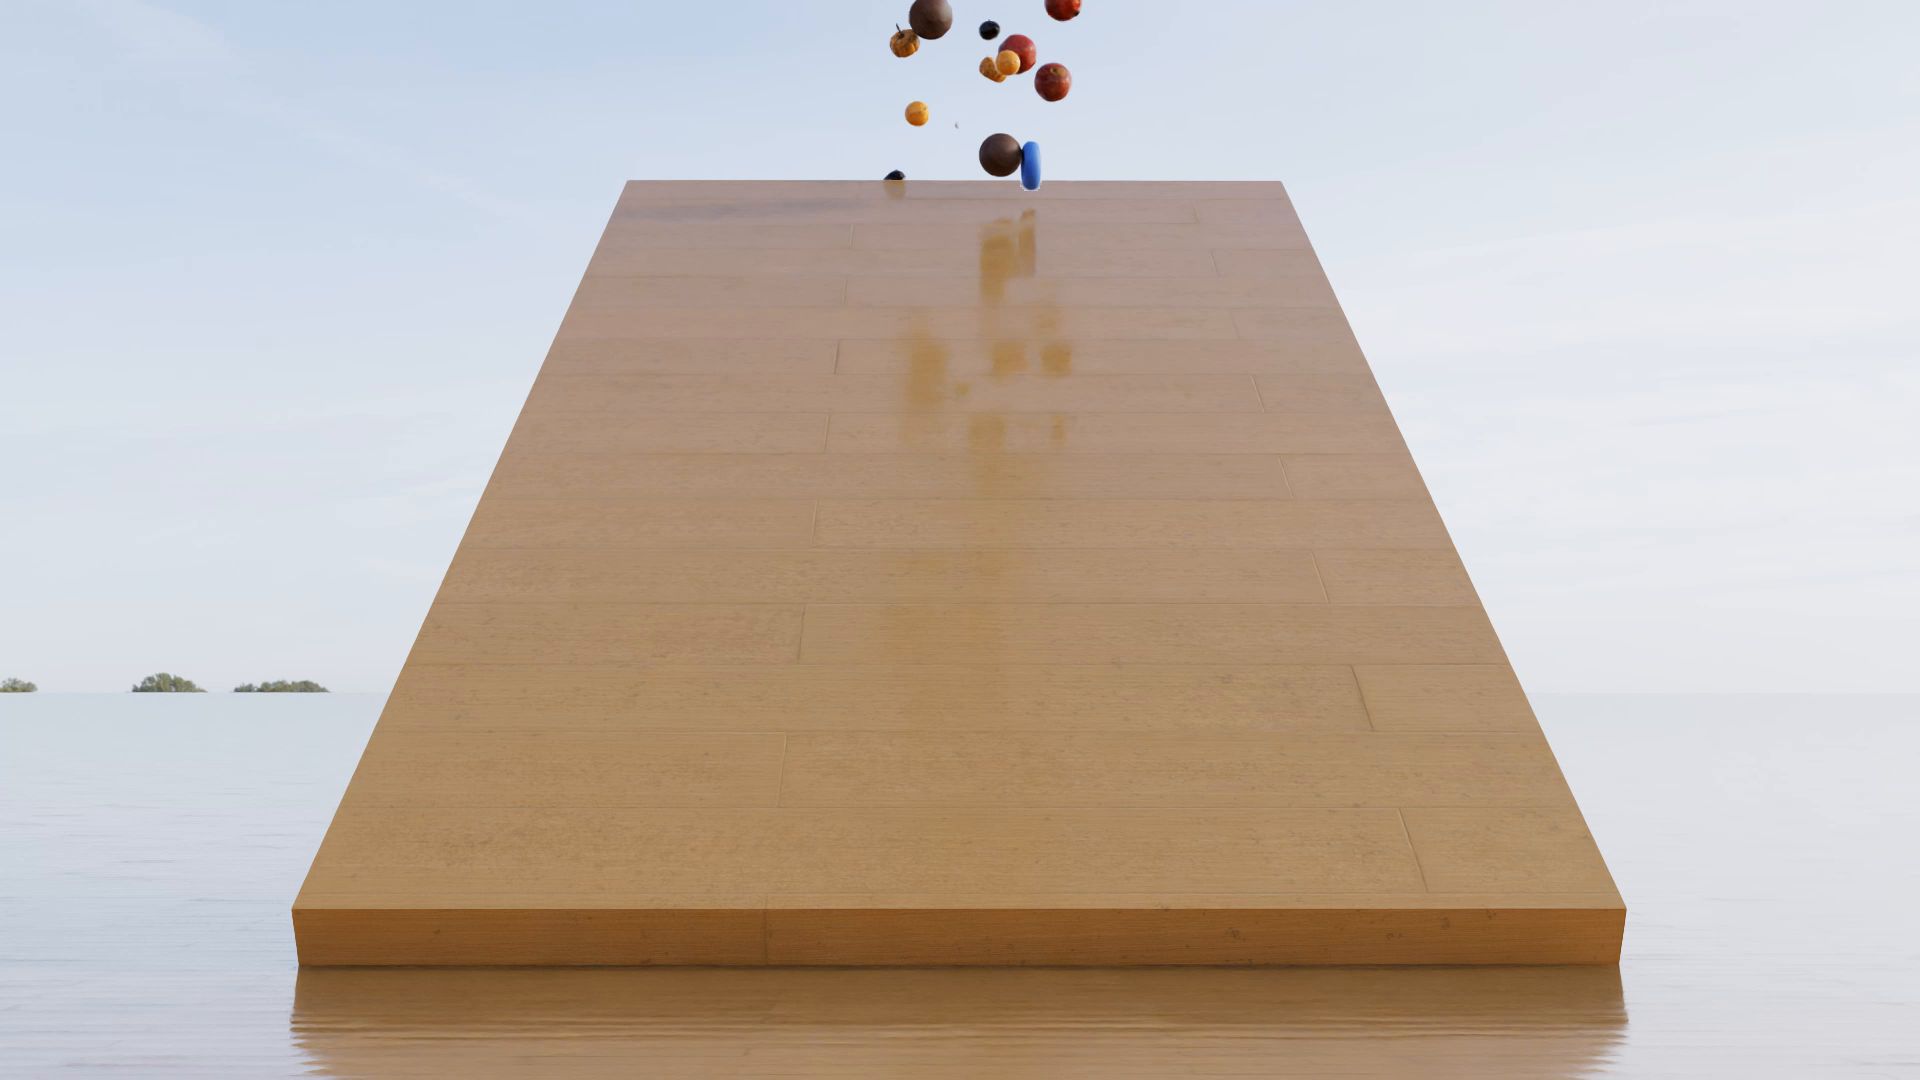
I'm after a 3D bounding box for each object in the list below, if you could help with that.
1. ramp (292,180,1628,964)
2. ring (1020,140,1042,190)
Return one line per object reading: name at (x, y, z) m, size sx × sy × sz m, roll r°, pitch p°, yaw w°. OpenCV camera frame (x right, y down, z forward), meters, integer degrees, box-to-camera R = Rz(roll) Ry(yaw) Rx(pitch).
ramp at (-0.008, -0.229, 5.333) m, size 2.000 × 0.100 × 4.000 m, roll 0°, pitch 24°, yaw 0°
ring at (0.210, -1.109, 6.909) m, size 0.048 × 0.145 × 0.145 m, roll -1°, pitch -3°, yaw -5°
